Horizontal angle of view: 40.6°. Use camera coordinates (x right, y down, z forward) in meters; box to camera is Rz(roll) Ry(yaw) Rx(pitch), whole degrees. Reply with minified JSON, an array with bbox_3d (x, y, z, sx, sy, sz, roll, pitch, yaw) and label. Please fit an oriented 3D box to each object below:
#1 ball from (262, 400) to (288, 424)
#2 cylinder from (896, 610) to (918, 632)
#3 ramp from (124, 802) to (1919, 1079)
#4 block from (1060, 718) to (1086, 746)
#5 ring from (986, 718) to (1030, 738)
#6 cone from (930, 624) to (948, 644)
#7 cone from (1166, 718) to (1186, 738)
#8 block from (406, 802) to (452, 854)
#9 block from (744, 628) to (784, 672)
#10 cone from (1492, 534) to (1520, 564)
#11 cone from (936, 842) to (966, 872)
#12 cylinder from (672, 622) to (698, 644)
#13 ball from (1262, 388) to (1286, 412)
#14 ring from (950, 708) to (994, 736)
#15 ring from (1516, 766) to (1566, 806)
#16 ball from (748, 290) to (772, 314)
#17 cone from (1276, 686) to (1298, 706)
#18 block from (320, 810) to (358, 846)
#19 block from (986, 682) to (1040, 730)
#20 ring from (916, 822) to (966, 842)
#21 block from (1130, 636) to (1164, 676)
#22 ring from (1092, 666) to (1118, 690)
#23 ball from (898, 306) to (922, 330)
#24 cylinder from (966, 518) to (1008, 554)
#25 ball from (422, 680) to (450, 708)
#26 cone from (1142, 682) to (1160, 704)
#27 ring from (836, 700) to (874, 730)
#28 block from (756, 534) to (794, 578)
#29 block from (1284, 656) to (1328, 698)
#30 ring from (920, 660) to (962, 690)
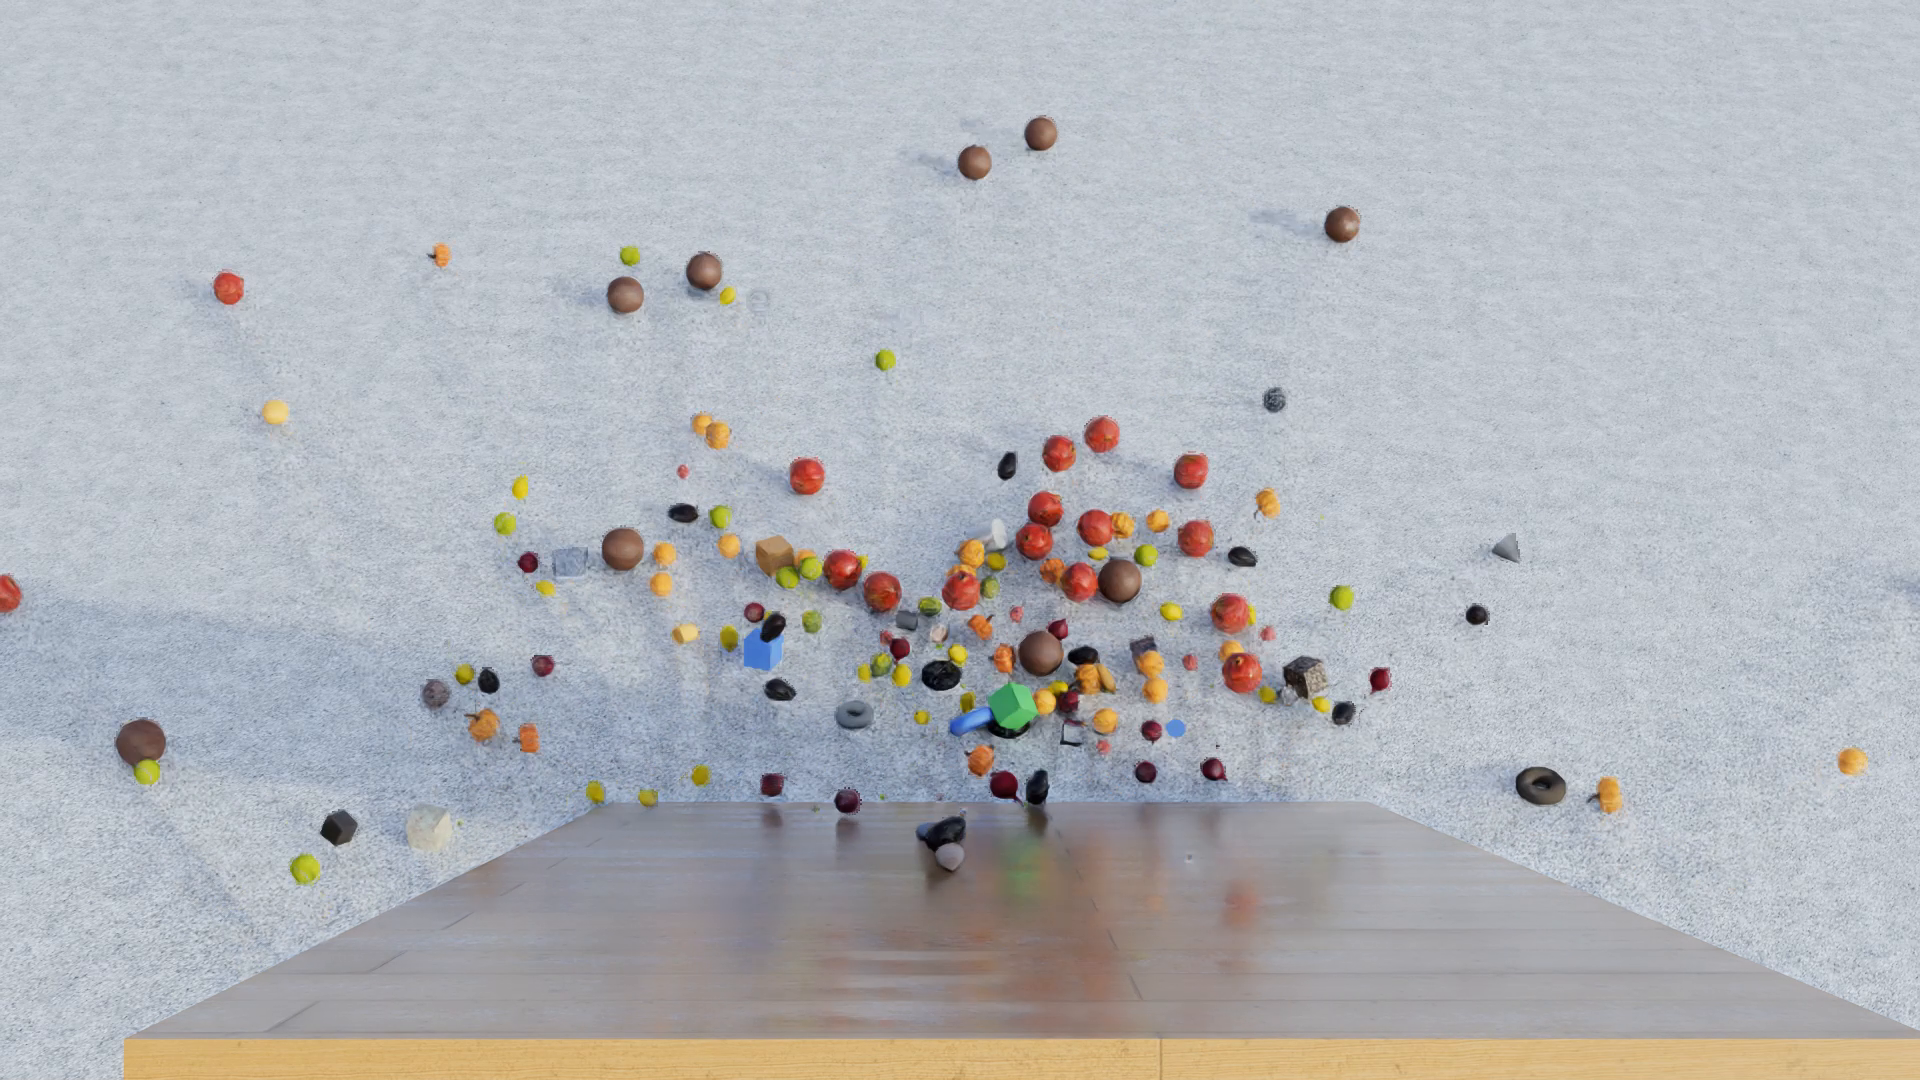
[{"bbox_3d":[-2.234,-0.417,8.474,0.083,0.083,0.083,0,36,0],"label":"ball"},{"bbox_3d":[-0.154,0.234,7.588,0.053,0.053,0.053,14,38,15],"label":"cylinder"},{"bbox_3d":[0.078,0.670,4.860,2.000,0.100,4.000,0,-2,0],"label":"ramp"},{"bbox_3d":[0.313,0.531,7.148,0.056,0.056,0.056,8,12,12],"label":"block"},{"bbox_3d":[0.134,0.504,7.223,0.123,0.041,0.123,-1,36,1],"label":"ring"},{"bbox_3d":[-0.072,0.270,7.563,0.058,0.058,0.058,-15,12,-20],"label":"cone"},{"bbox_3d":[0.602,0.517,7.219,0.054,0.054,0.054,6,9,8],"label":"cone"},{"bbox_3d":[-1.396,0.757,6.833,0.084,0.084,0.084,10,37,14],"label":"block"},{"bbox_3d":[-0.563,0.314,7.436,0.084,0.084,0.084,11,24,17],"label":"block"},{"bbox_3d":[1.664,0.043,7.846,0.083,0.083,0.083,-23,61,-28],"label":"cone"},{"bbox_3d":[-0.017,0.608,4.870,0.058,0.058,0.058,-2,25,-3],"label":"cone"},{"bbox_3d":[-0.796,0.270,7.529,0.052,0.052,0.052,-22,40,-37],"label":"cylinder"},{"bbox_3d":[1.034,-0.458,8.536,0.077,0.077,0.077,0,36,0],"label":"ball"},{"bbox_3d":[0.034,0.501,7.170,0.134,0.134,0.045,-21,83,-26],"label":"ring"},{"bbox_3d":[1.564,0.663,6.999,0.135,0.045,0.135,1,35,-1],"label":"ring"},{"bbox_3d":[-0.698,-0.832,9.053,0.083,0.083,0.083,0,36,0],"label":"ball"},{"bbox_3d":[0.909,0.436,7.329,0.061,0.061,0.061,-20,13,-26],"label":"cone"},{"bbox_3d":[-1.626,0.756,6.807,0.059,0.059,0.059,39,26,21],"label":"block"},{"bbox_3d":[0.145,0.456,7.132,0.087,0.087,0.087,21,37,-50],"label":"block"},{"bbox_3d":[-0.042,0.628,5.593,0.109,0.036,0.109,1,-2,0],"label":"ring"},{"bbox_3d":[0.532,0.331,7.420,0.072,0.072,0.072,-18,34,8],"label":"block"},{"bbox_3d":[0.411,0.391,7.341,0.031,0.092,0.092,-48,50,-5],"label":"ring"},{"bbox_3d":[-0.173,-0.765,8.959,0.084,0.084,0.084,0,36,0],"label":"ball"},{"bbox_3d":[0.083,-0.010,7.870,0.090,0.090,0.090,-15,27,30],"label":"cylinder"},{"bbox_3d":[-1.473,0.431,7.295,0.077,0.077,0.077,0,36,0],"label":"ball"},{"bbox_3d":[0.544,0.440,7.320,0.056,0.056,0.056,-9,63,-12],"label":"cone"},{"bbox_3d":[-0.292,0.488,7.250,0.106,0.035,0.106,1,35,-1],"label":"ring"},{"bbox_3d":[-0.557,0.048,7.819,0.082,0.082,0.082,-19,35,-26],"label":"block"},{"bbox_3d":[0.975,0.386,7.332,0.082,0.082,0.082,-27,24,-33],"label":"block"},{"bbox_3d":[-0.053,0.385,7.393,0.116,0.039,0.116,1,37,0],"label":"ring"}]
